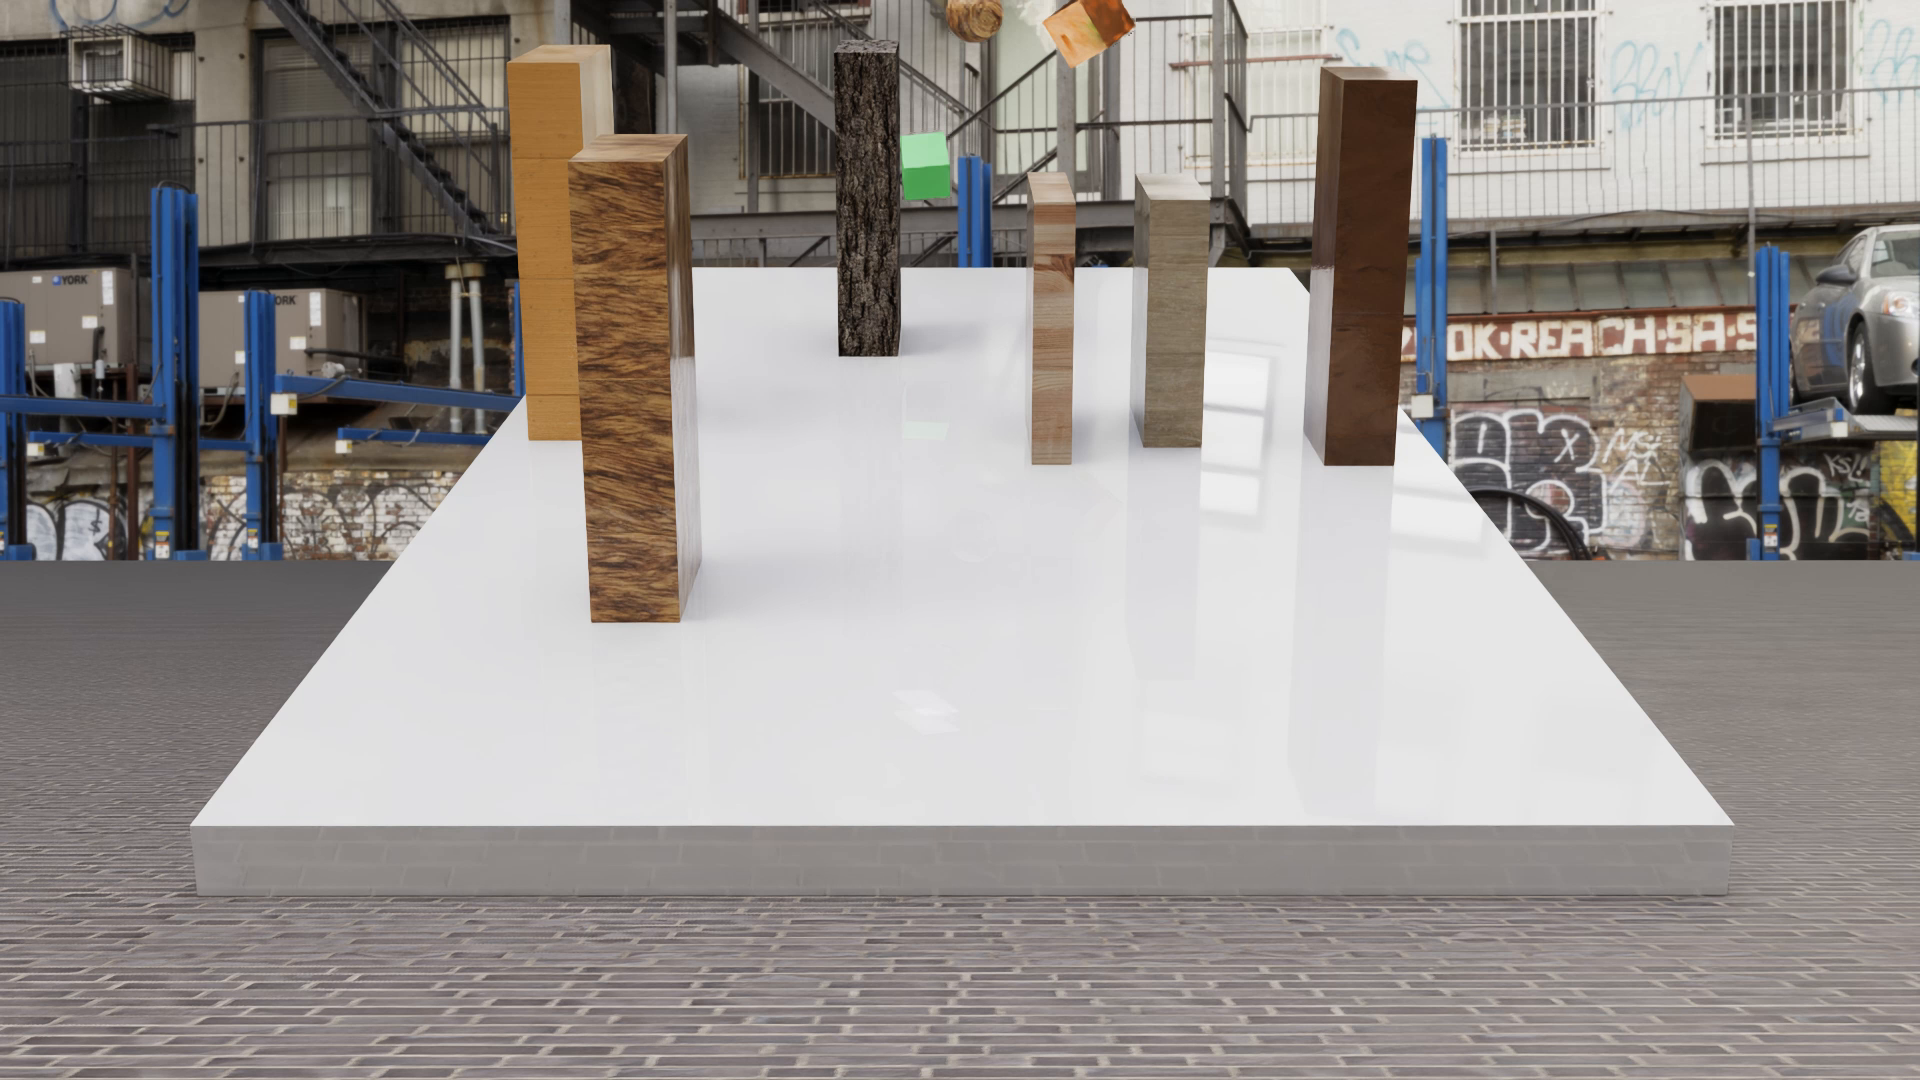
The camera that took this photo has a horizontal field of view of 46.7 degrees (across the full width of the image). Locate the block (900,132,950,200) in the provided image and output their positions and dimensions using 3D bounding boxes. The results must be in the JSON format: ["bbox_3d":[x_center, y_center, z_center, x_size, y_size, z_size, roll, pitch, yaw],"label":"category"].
[{"bbox_3d":[-0.102,-1.081,6.438,0.131,0.131,0.131,-6,-35,-4],"label":"block"}]

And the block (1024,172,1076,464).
[{"bbox_3d":[0.187,-0.474,4.686,0.082,0.538,0.424,0,17,0],"label":"block"}]

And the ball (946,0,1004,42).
[{"bbox_3d":[0.042,-1.518,6.419,0.166,0.166,0.166,0,0,0],"label":"ball"}]

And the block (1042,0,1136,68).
[{"bbox_3d":[0.383,-1.532,6.610,0.162,0.162,0.162,-19,20,48],"label":"block"}]

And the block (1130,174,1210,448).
[{"bbox_3d":[0.448,-0.502,4.802,0.123,0.523,0.384,0,17,0],"label":"block"}]

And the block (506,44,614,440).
[{"bbox_3d":[-0.846,-0.653,4.832,0.147,0.791,0.426,0,17,0],"label":"block"}]

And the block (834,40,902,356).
[{"bbox_3d":[-0.228,-0.864,5.598,0.147,0.741,0.371,0,17,0],"label":"block"}]

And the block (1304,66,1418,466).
[{"bbox_3d":[0.818,-0.565,4.580,0.144,0.778,0.286,0,17,0],"label":"block"}]

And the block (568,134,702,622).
[{"bbox_3d":[-0.530,-0.273,3.683,0.145,0.748,0.340,0,17,0],"label":"block"}]

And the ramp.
[{"bbox_3d":[-0.003,-0.177,4.806,2.000,0.100,4.000,0,17,0],"label":"ramp"}]
